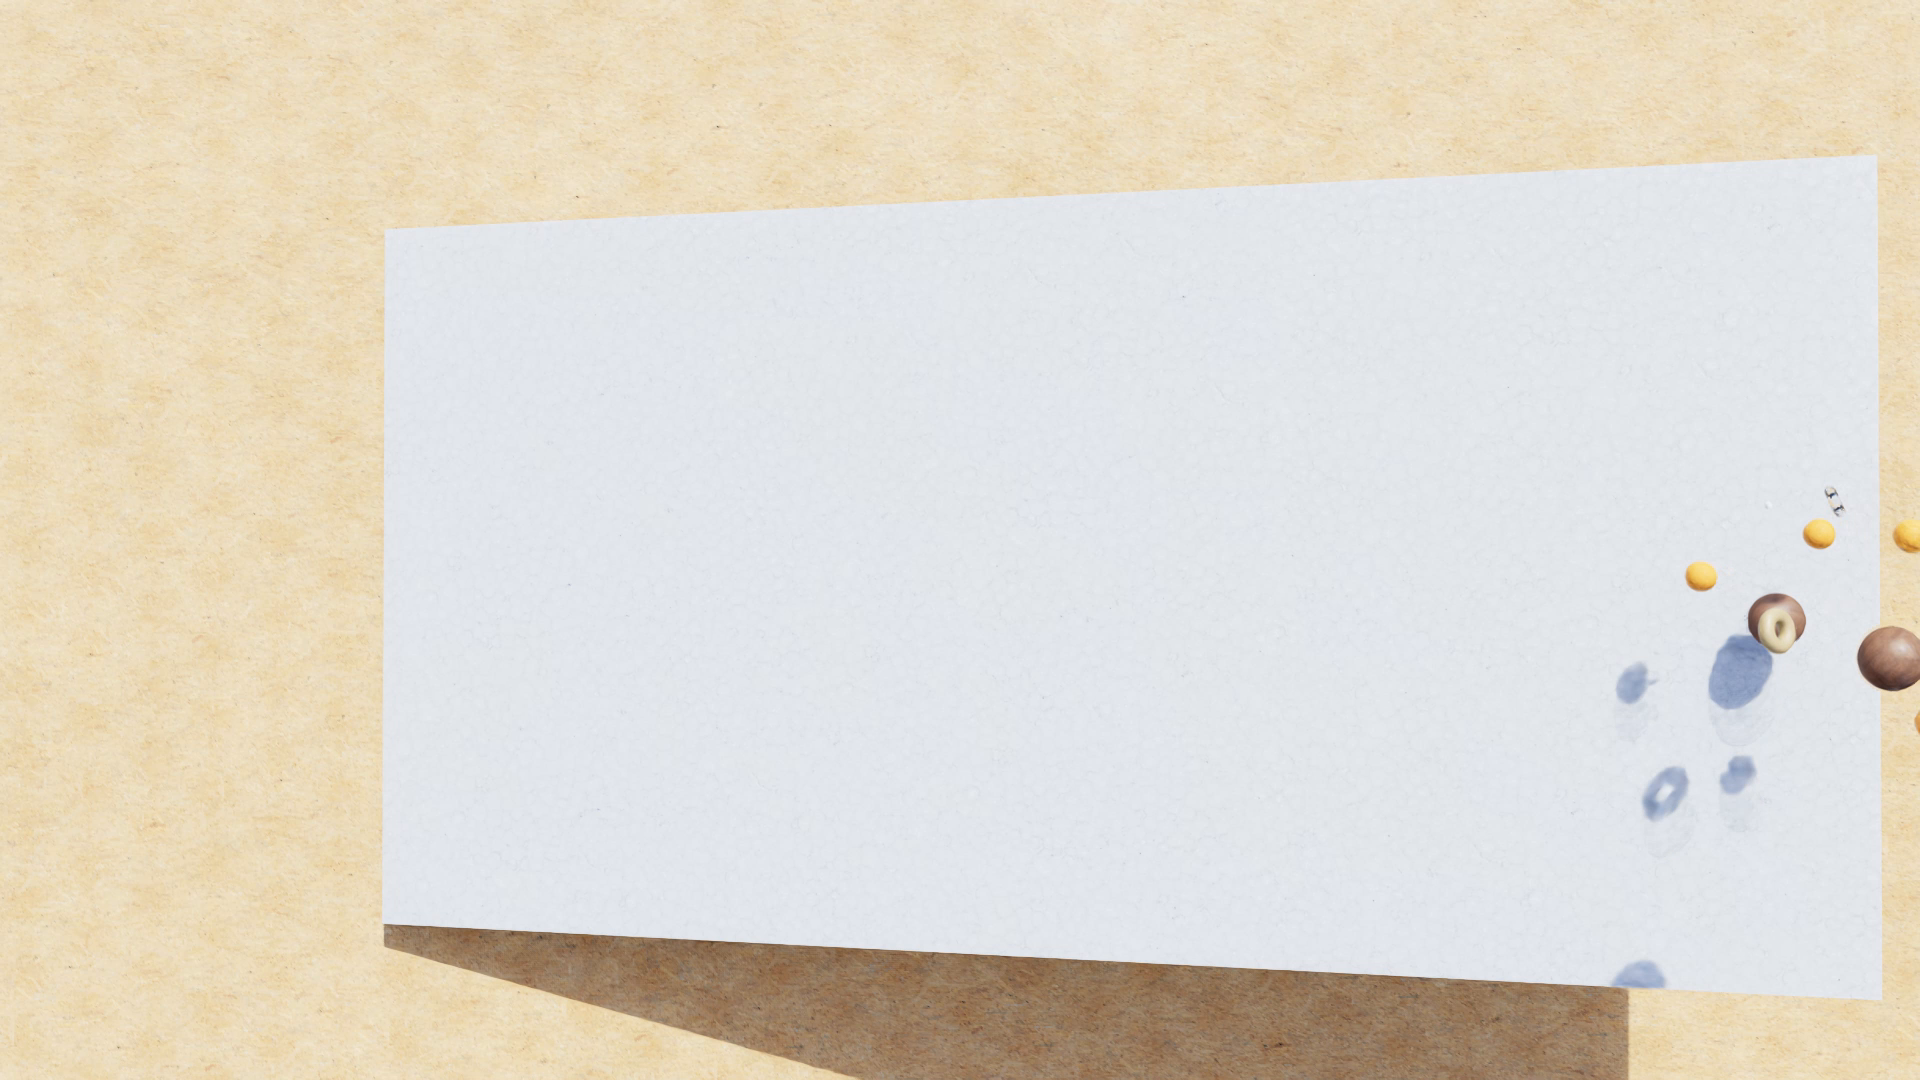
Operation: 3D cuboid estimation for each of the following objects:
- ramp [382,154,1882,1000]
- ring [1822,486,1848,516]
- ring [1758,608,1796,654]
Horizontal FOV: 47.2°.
[{"bbox_3d":[0.271,0.095,5.815,4.000,0.100,2.000,0,89,17],"label":"ramp"},{"bbox_3d":[1.945,-0.085,4.889,0.025,0.076,0.076,-36,89,31],"label":"ring"},{"bbox_3d":[1.810,0.202,4.872,0.104,0.035,0.104,6,79,-31],"label":"ring"}]
